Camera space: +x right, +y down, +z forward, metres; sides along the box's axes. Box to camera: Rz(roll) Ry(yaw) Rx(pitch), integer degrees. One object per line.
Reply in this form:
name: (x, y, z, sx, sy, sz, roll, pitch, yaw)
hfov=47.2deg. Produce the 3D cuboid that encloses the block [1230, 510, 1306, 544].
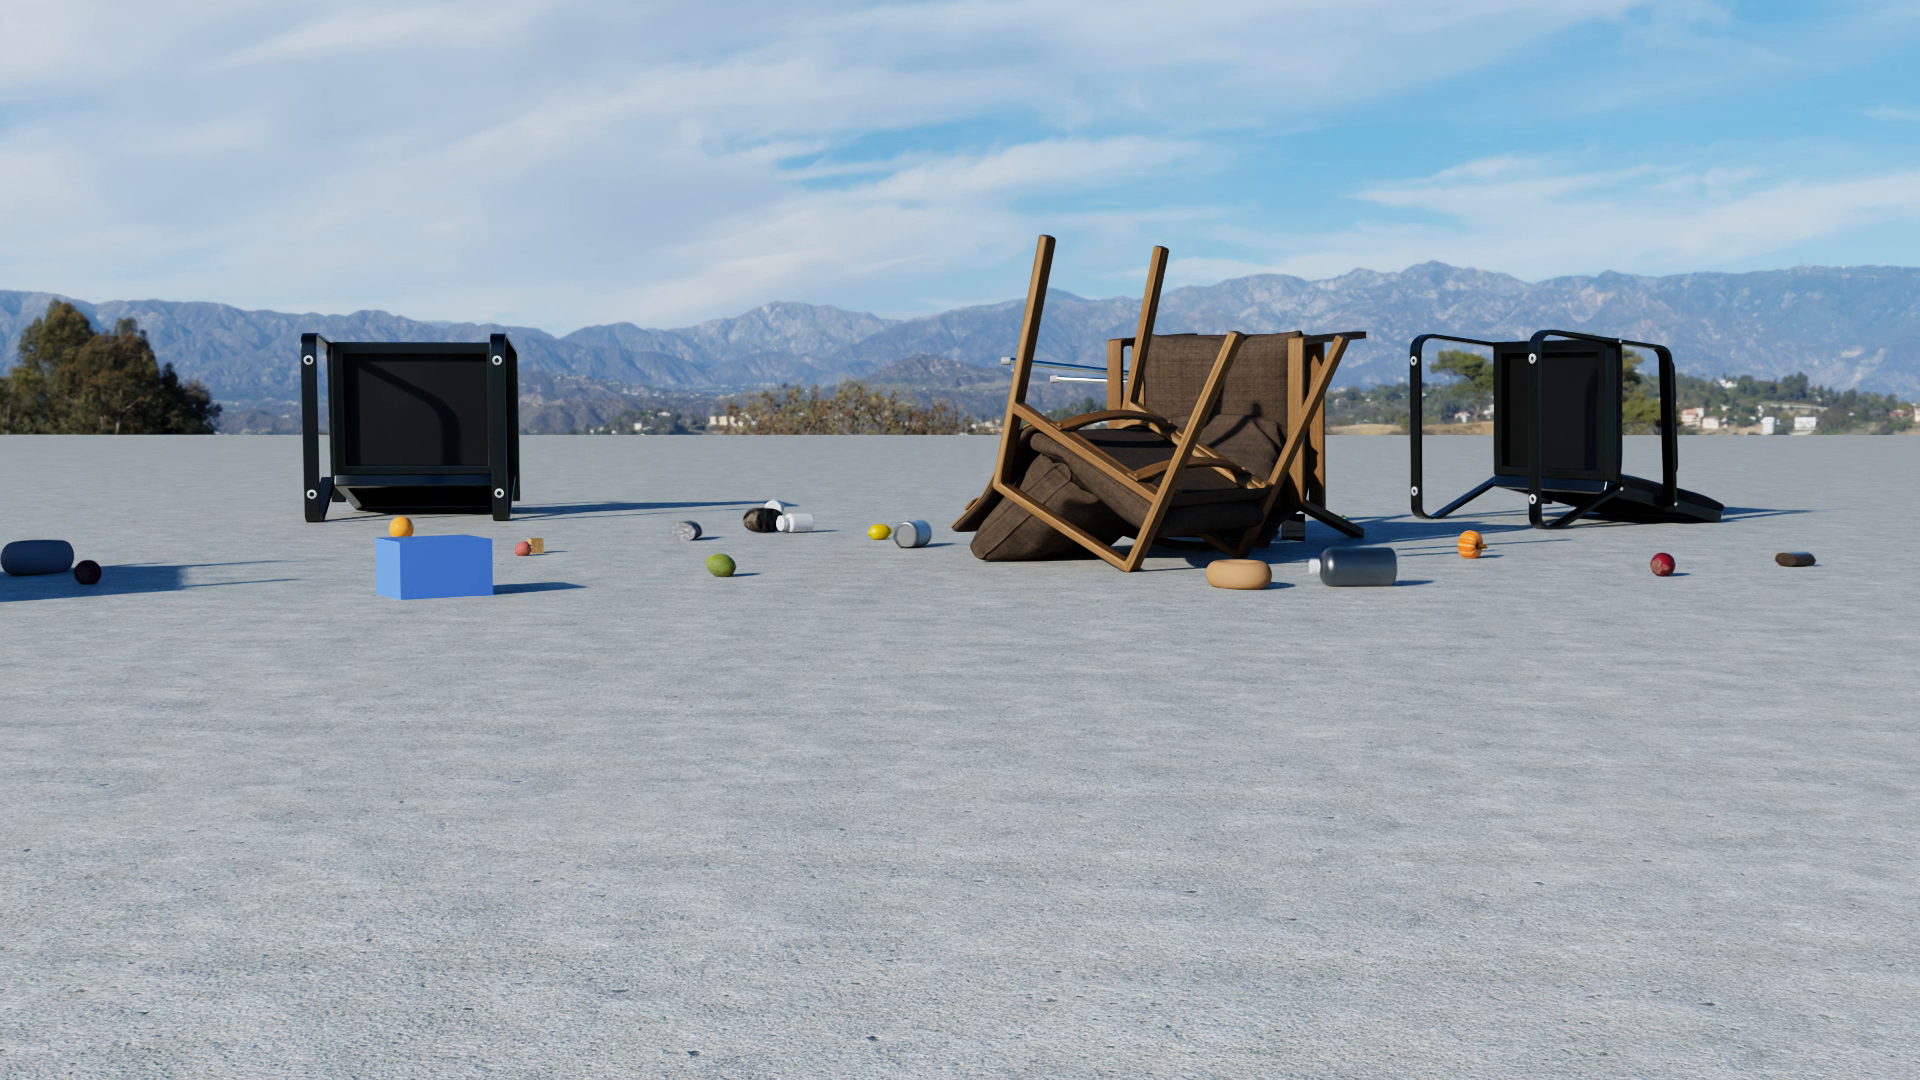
block: (0.912, -0.041, 6.527, 0.117, 0.084, 0.201, -3, 5, -33)

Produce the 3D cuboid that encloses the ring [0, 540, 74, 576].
ring: (-2.252, 0.042, 5.369, 0.125, 0.078, 0.241, 3, 3, 10)

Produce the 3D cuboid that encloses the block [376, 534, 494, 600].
block: (-1.150, 0.058, 4.808, 0.205, 0.123, 0.173, -2, 5, -32)

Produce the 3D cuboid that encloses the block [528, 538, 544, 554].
block: (-1.163, 0.016, 6.026, 0.035, 0.040, 0.033, -2, 5, -29)

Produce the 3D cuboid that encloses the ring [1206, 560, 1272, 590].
ring: (0.632, 0.078, 4.983, 0.125, 0.060, 0.191, -4, 4, -27)
